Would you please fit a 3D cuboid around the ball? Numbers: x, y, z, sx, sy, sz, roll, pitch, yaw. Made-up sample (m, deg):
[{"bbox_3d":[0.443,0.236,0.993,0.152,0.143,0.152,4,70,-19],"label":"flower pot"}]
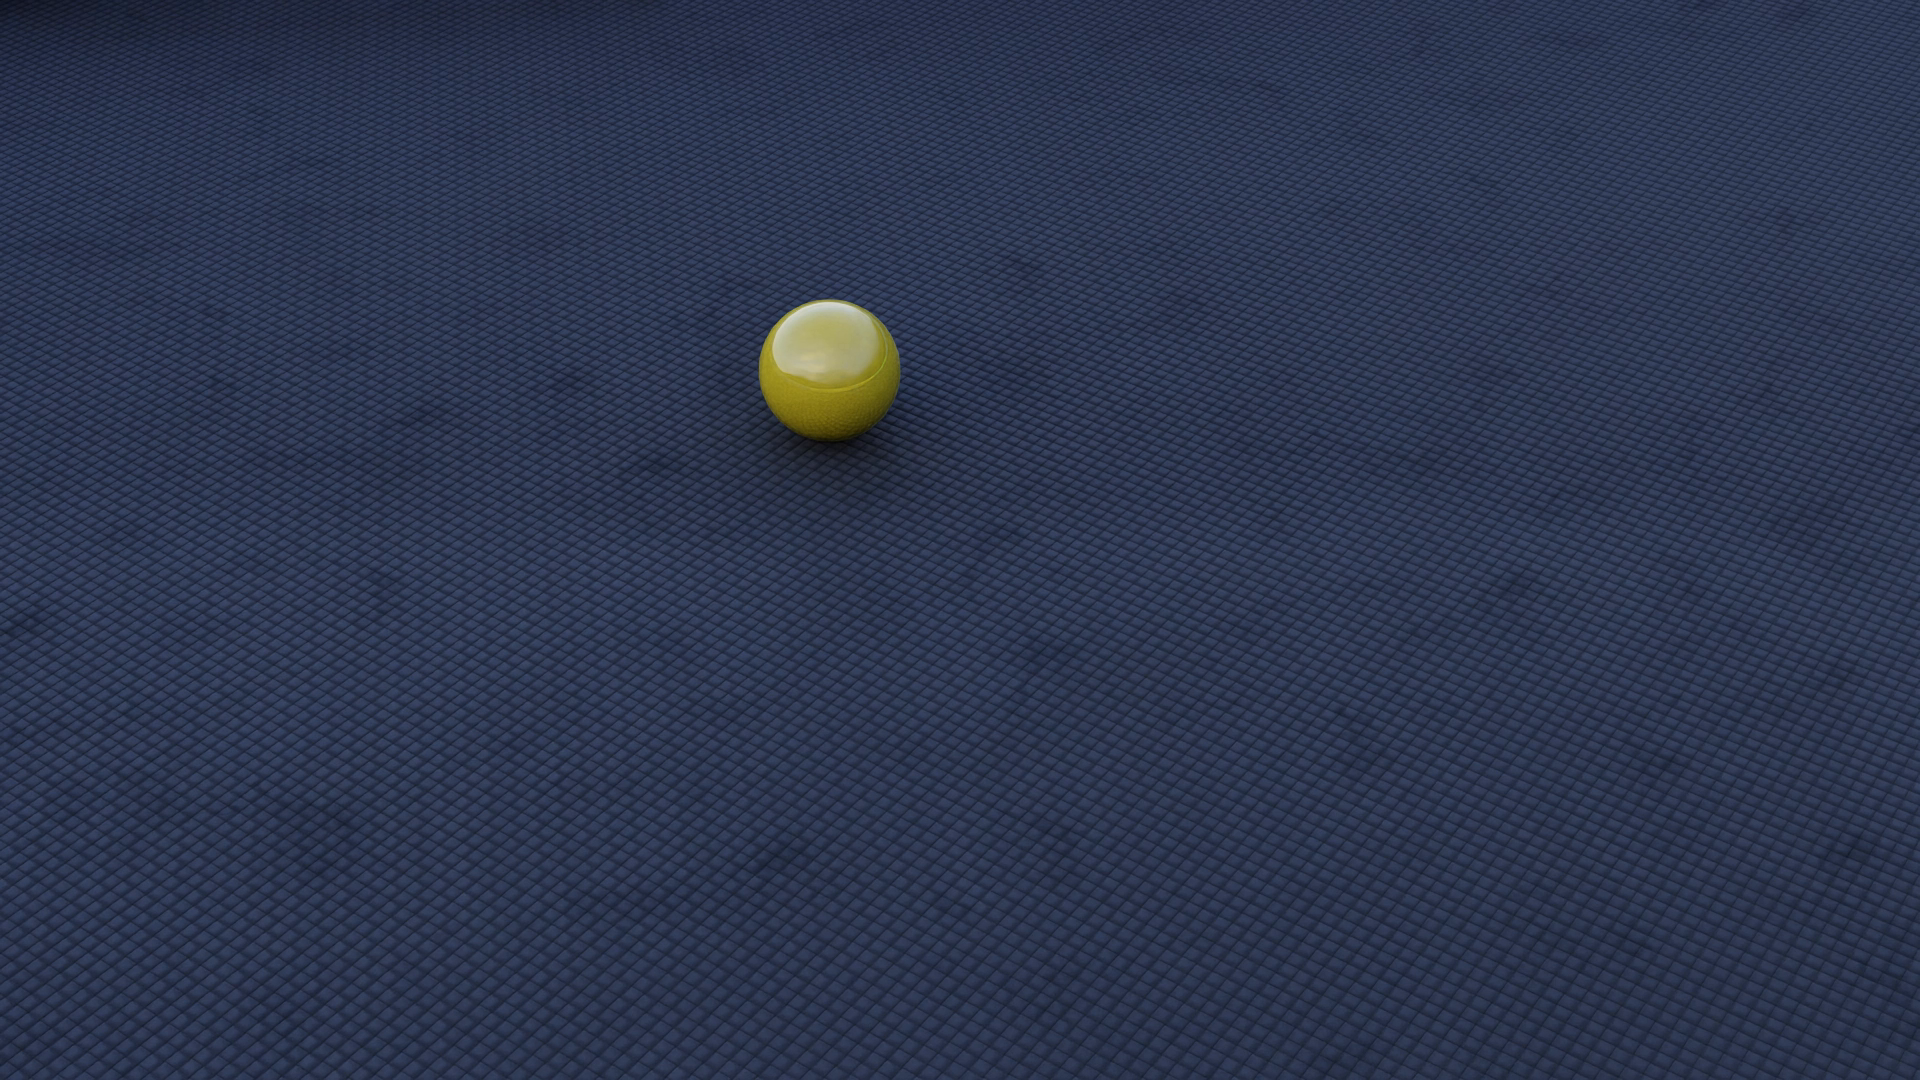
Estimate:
[{"bbox_3d":[-0.084,-0.109,1.648,0.092,0.092,0.092,0,36,0],"label":"ball"}]
